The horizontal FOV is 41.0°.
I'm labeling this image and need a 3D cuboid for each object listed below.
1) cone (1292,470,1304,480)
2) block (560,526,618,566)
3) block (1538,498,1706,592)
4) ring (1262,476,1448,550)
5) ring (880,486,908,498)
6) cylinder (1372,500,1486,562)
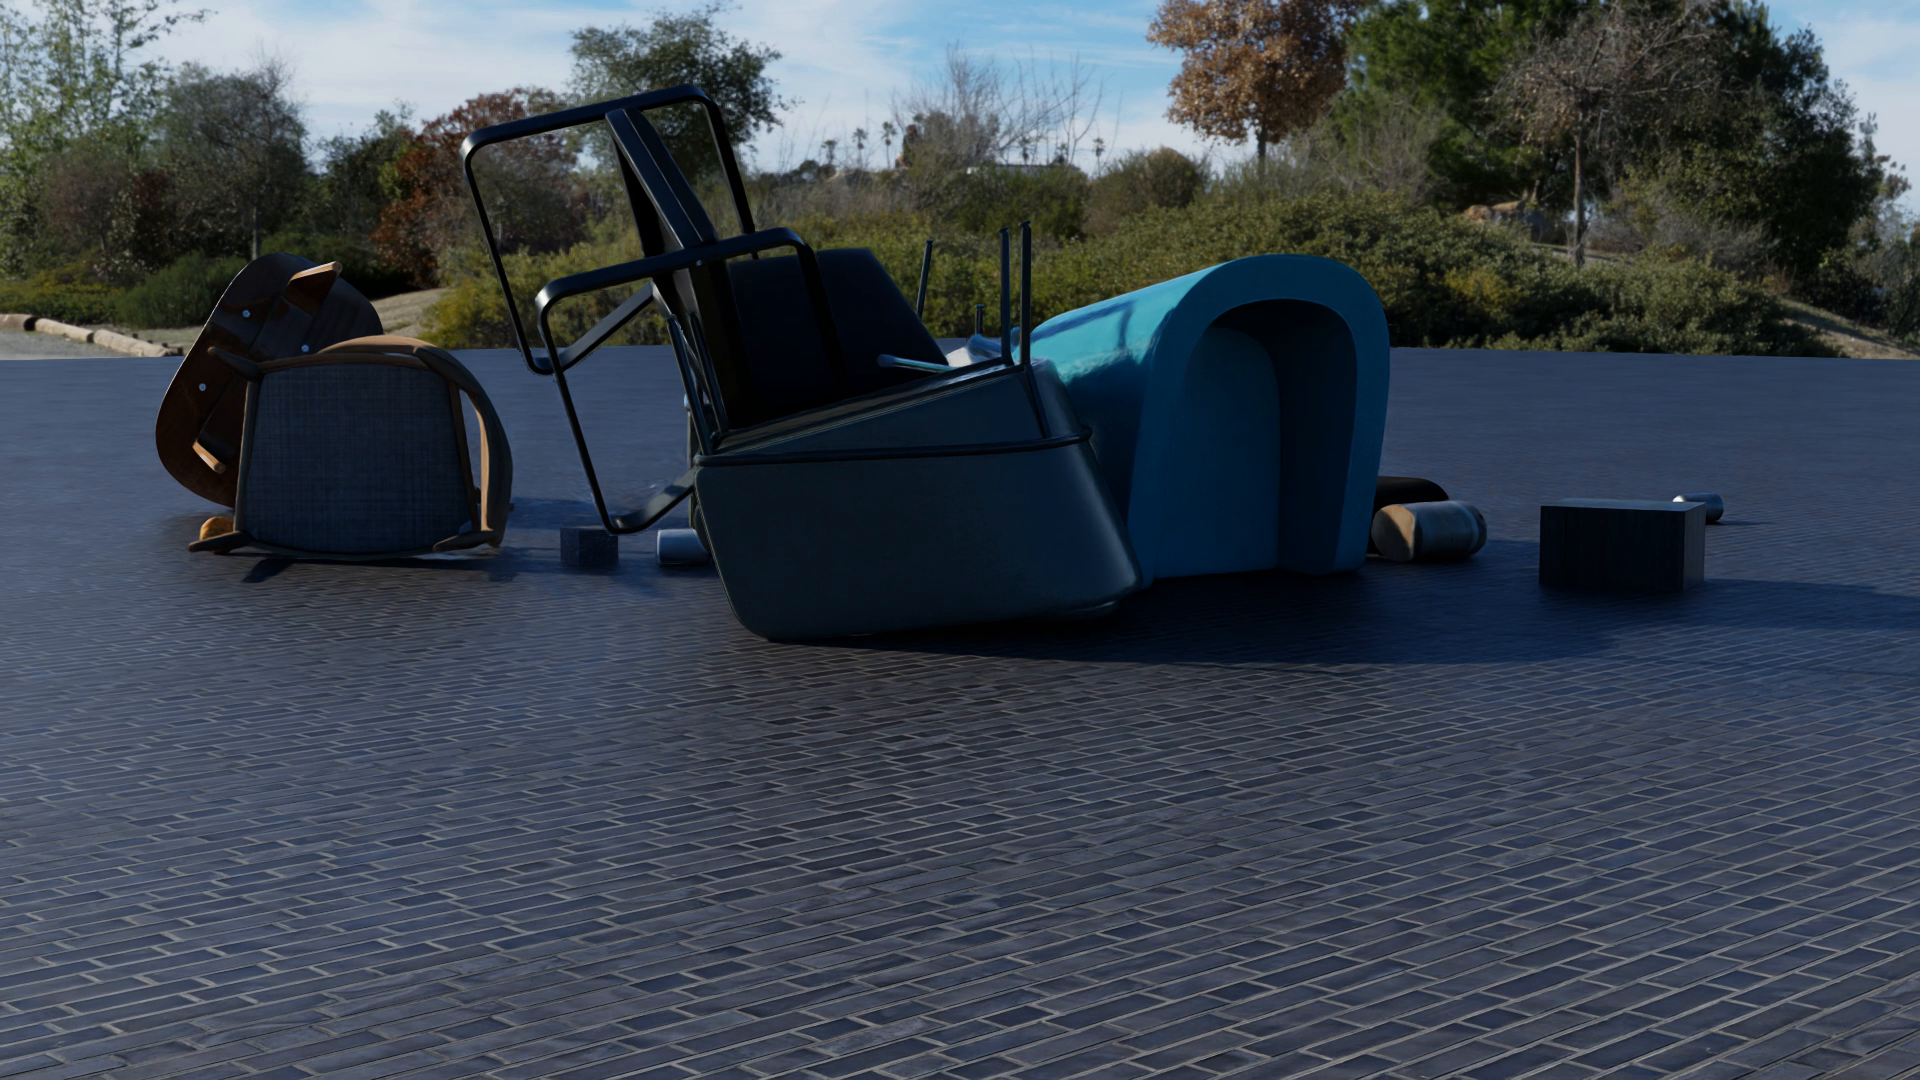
[{"bbox_3d":[1.054,-0.193,7.991,0.074,0.060,0.042,-3,6,-24],"label":"cone"},{"bbox_3d":[-0.853,0.012,5.904,0.096,0.079,0.112,-3,7,-30],"label":"block"},{"bbox_3d":[1.426,0.007,5.519,0.301,0.169,0.238,3,7,26],"label":"block"},{"bbox_3d":[0.975,-0.069,6.317,0.463,0.159,0.459,0,5,9],"label":"ring"},{"bbox_3d":[-0.196,-0.141,7.628,0.067,0.032,0.111,-3,8,-41],"label":"ring"},{"bbox_3d":[1.094,-0.021,5.986,0.211,0.129,0.168,-4,15,-35],"label":"cylinder"}]
